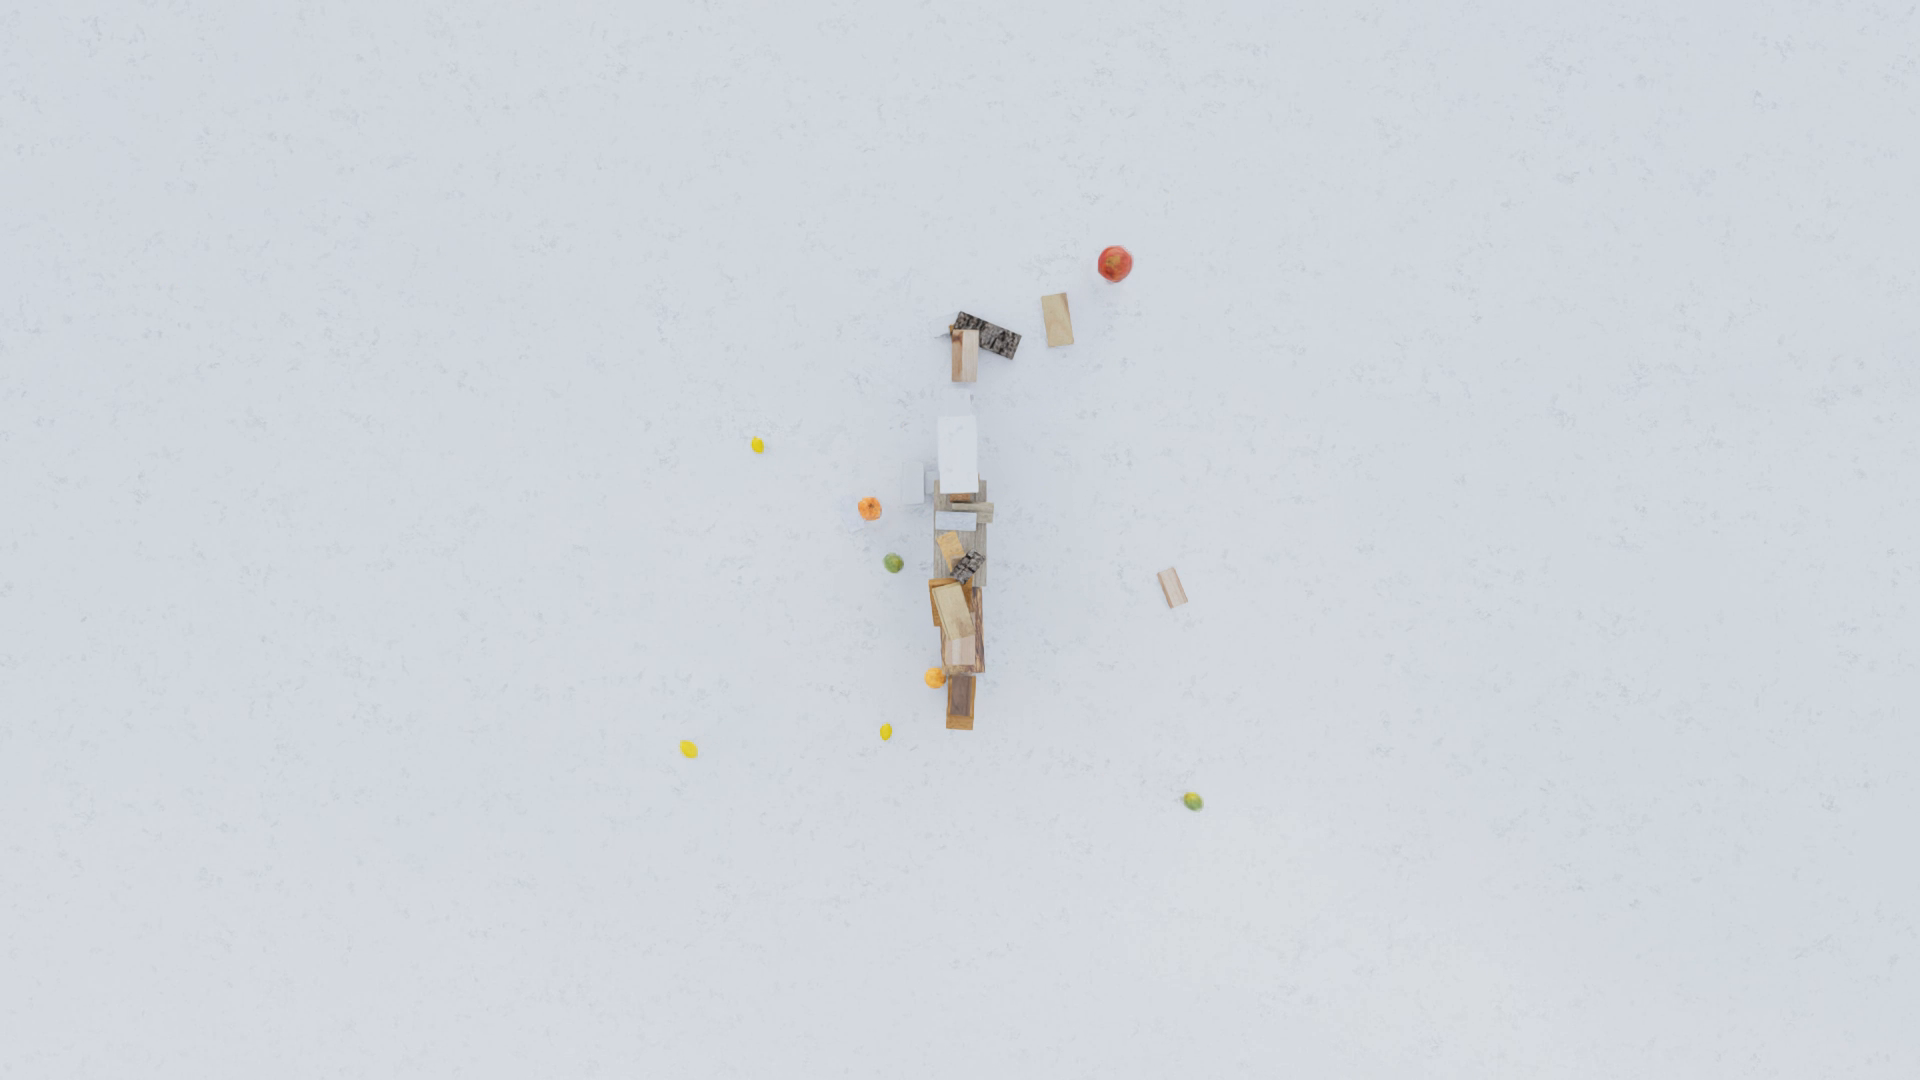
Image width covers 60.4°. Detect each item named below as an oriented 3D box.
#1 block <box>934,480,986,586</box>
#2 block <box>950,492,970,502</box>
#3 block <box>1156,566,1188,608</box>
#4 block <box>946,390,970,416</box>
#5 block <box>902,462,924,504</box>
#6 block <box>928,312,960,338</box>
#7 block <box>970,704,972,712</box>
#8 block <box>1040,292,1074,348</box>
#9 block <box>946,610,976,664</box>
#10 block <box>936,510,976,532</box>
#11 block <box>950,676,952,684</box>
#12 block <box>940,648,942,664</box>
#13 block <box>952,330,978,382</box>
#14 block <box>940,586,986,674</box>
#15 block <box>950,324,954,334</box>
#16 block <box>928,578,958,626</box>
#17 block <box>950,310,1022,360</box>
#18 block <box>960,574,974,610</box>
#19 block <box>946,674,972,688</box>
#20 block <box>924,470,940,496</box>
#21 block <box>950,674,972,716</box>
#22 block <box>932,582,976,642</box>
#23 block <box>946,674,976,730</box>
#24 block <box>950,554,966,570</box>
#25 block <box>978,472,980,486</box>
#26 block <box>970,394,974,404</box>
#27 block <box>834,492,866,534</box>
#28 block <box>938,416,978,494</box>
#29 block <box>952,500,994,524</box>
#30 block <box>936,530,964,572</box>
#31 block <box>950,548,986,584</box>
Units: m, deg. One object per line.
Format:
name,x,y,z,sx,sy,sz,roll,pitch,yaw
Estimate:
block,0.001,-0.021,5.145,0.166,0.047,0.331,0,90,0
block,0.000,-0.140,5.058,0.064,0.128,0.018,2,75,0
block,0.706,0.159,5.491,0.063,0.018,0.126,-22,90,0
block,-0.003,-0.409,5.334,0.076,0.022,0.153,-1,92,0
block,-0.155,-0.189,5.471,0.069,0.020,0.138,-1,90,0
block,-0.046,-0.717,5.492,0.110,0.016,0.055,-21,90,0
block,0.004,0.533,5.237,0.063,0.125,0.018,1,90,0
block,0.324,-0.731,5.488,0.086,0.024,0.171,-9,90,0
block,0.002,0.303,5.144,0.090,0.025,0.179,0,112,0
block,-0.012,-0.058,5.091,0.126,0.063,0.018,3,48,0
block,0.002,0.445,5.237,0.063,0.125,0.018,2,90,0
block,0.005,0.376,5.364,0.136,0.272,0.039,0,90,0
block,0.017,-0.609,5.458,0.085,0.024,0.171,1,111,-1
block,0.006,0.285,5.209,0.136,0.039,0.272,-2,90,0
block,0.001,-0.666,5.483,0.055,0.016,0.110,-12,99,-1
block,-0.044,0.193,5.120,0.090,0.025,0.179,-4,131,3
block,0.087,-0.679,5.468,0.220,0.024,0.086,21,96,-8
block,0.008,0.164,5.123,0.054,0.015,0.177,0,131,-5
block,0.000,0.460,5.412,0.088,0.176,0.025,-6,90,0
block,-0.113,-0.186,5.490,0.138,0.020,0.069,-13,90,0
block,0.004,0.487,5.166,0.063,0.018,0.125,3,90,0
block,-0.018,0.221,5.078,0.090,0.025,0.179,-15,115,6
block,0.003,0.522,5.312,0.088,0.025,0.175,3,90,0
block,0.002,0.090,5.079,0.054,0.015,0.109,-7,132,-1
block,0.002,-0.183,5.009,0.113,0.226,0.032,0,90,0
block,0.004,-0.462,5.423,0.076,0.153,0.022,0,90,0
block,-0.365,-0.092,5.491,0.064,0.018,0.128,-21,90,0
block,-0.005,-0.252,4.880,0.113,0.032,0.226,-2,90,0
block,0.040,-0.087,5.099,0.128,0.018,0.064,3,119,0
block,-0.020,0.040,5.113,0.063,0.018,0.126,-24,90,0
block,0.025,0.080,5.042,0.054,0.015,0.109,35,107,-18
